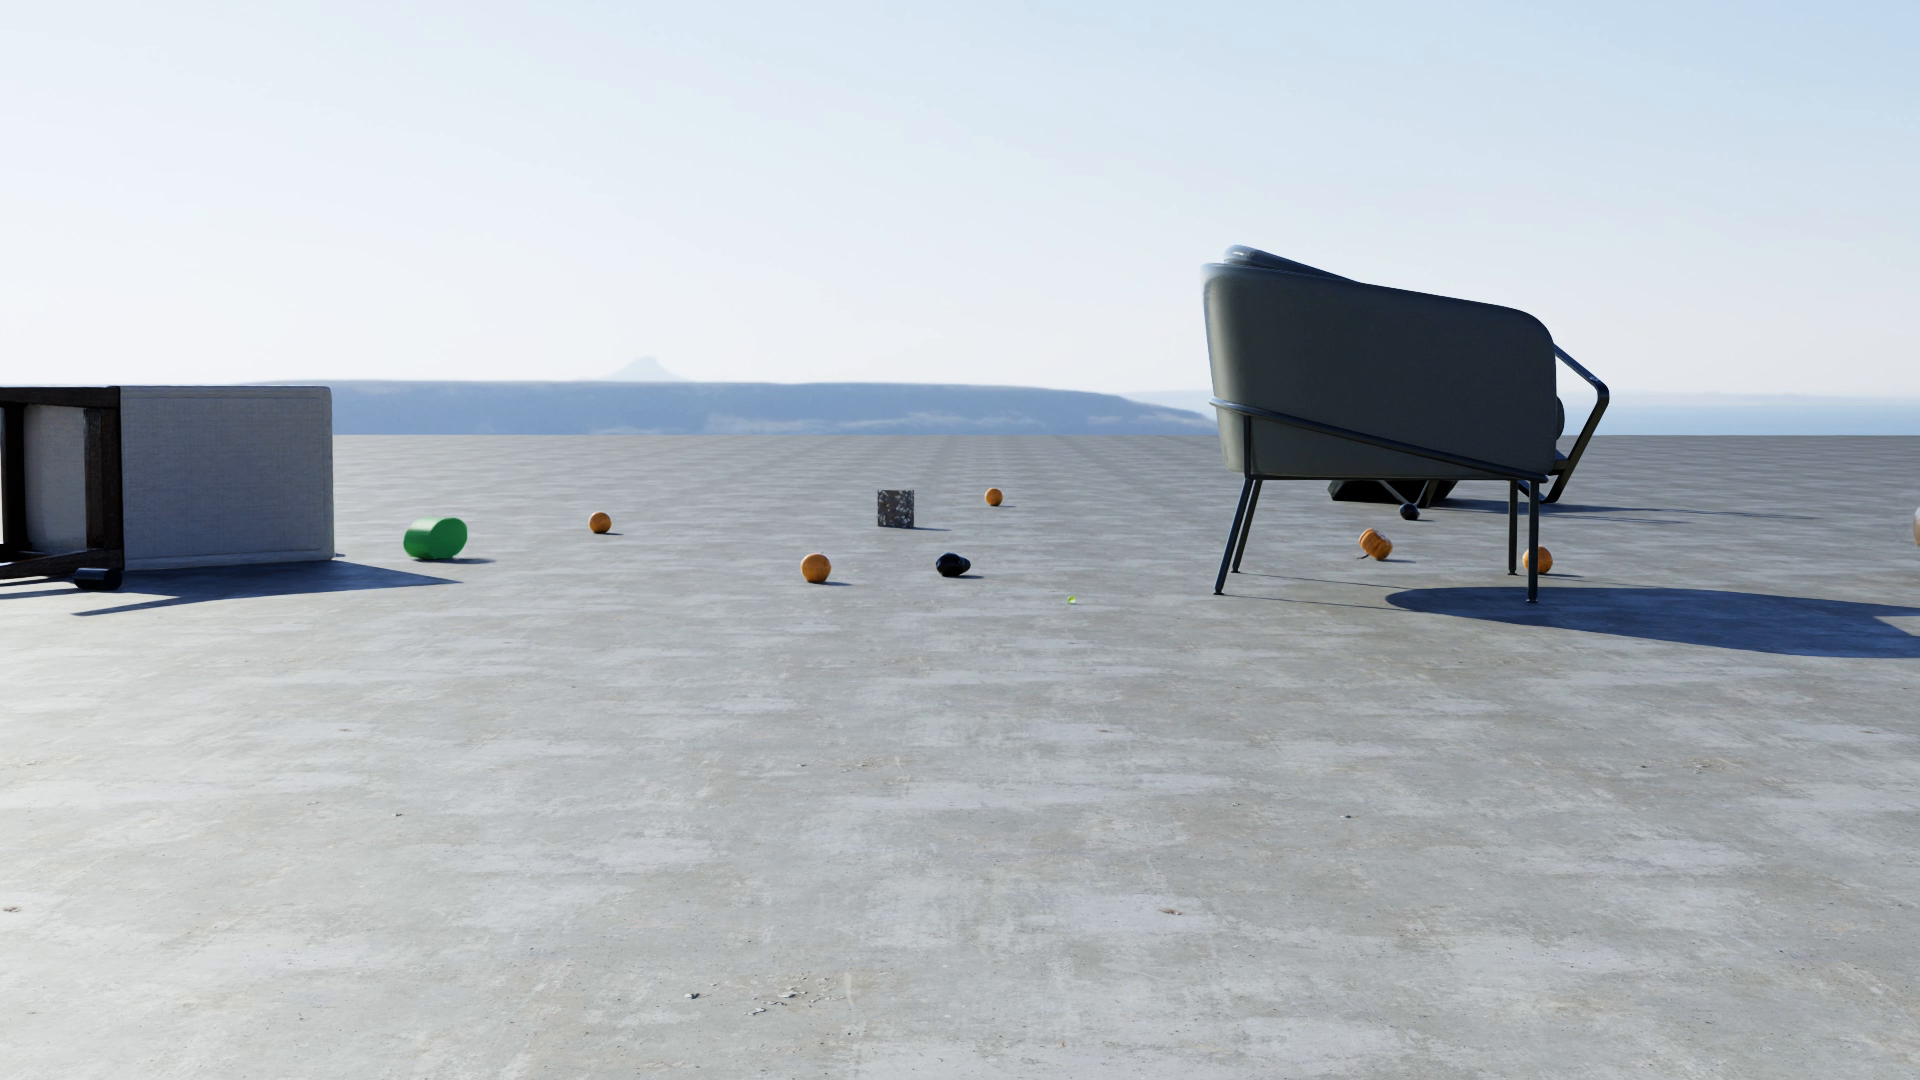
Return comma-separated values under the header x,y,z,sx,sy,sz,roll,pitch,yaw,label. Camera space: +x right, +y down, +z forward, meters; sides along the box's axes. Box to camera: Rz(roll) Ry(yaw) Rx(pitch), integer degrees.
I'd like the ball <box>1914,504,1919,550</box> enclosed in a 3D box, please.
x,y,z,sx,sy,sz,roll,pitch,yaw,label
2.403,-0.031,5.243,0.240,0.240,0.240,0,4,0,ball

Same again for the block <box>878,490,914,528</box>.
x,y,z,sx,sy,sz,roll,pitch,yaw,label
-0.210,-0.104,7.184,0.109,0.119,0.049,2,4,26,block

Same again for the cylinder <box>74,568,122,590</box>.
x,y,z,sx,sy,sz,roll,pitch,yaw,label
-1.932,0.087,4.928,0.087,0.049,0.057,2,-1,22,cylinder
